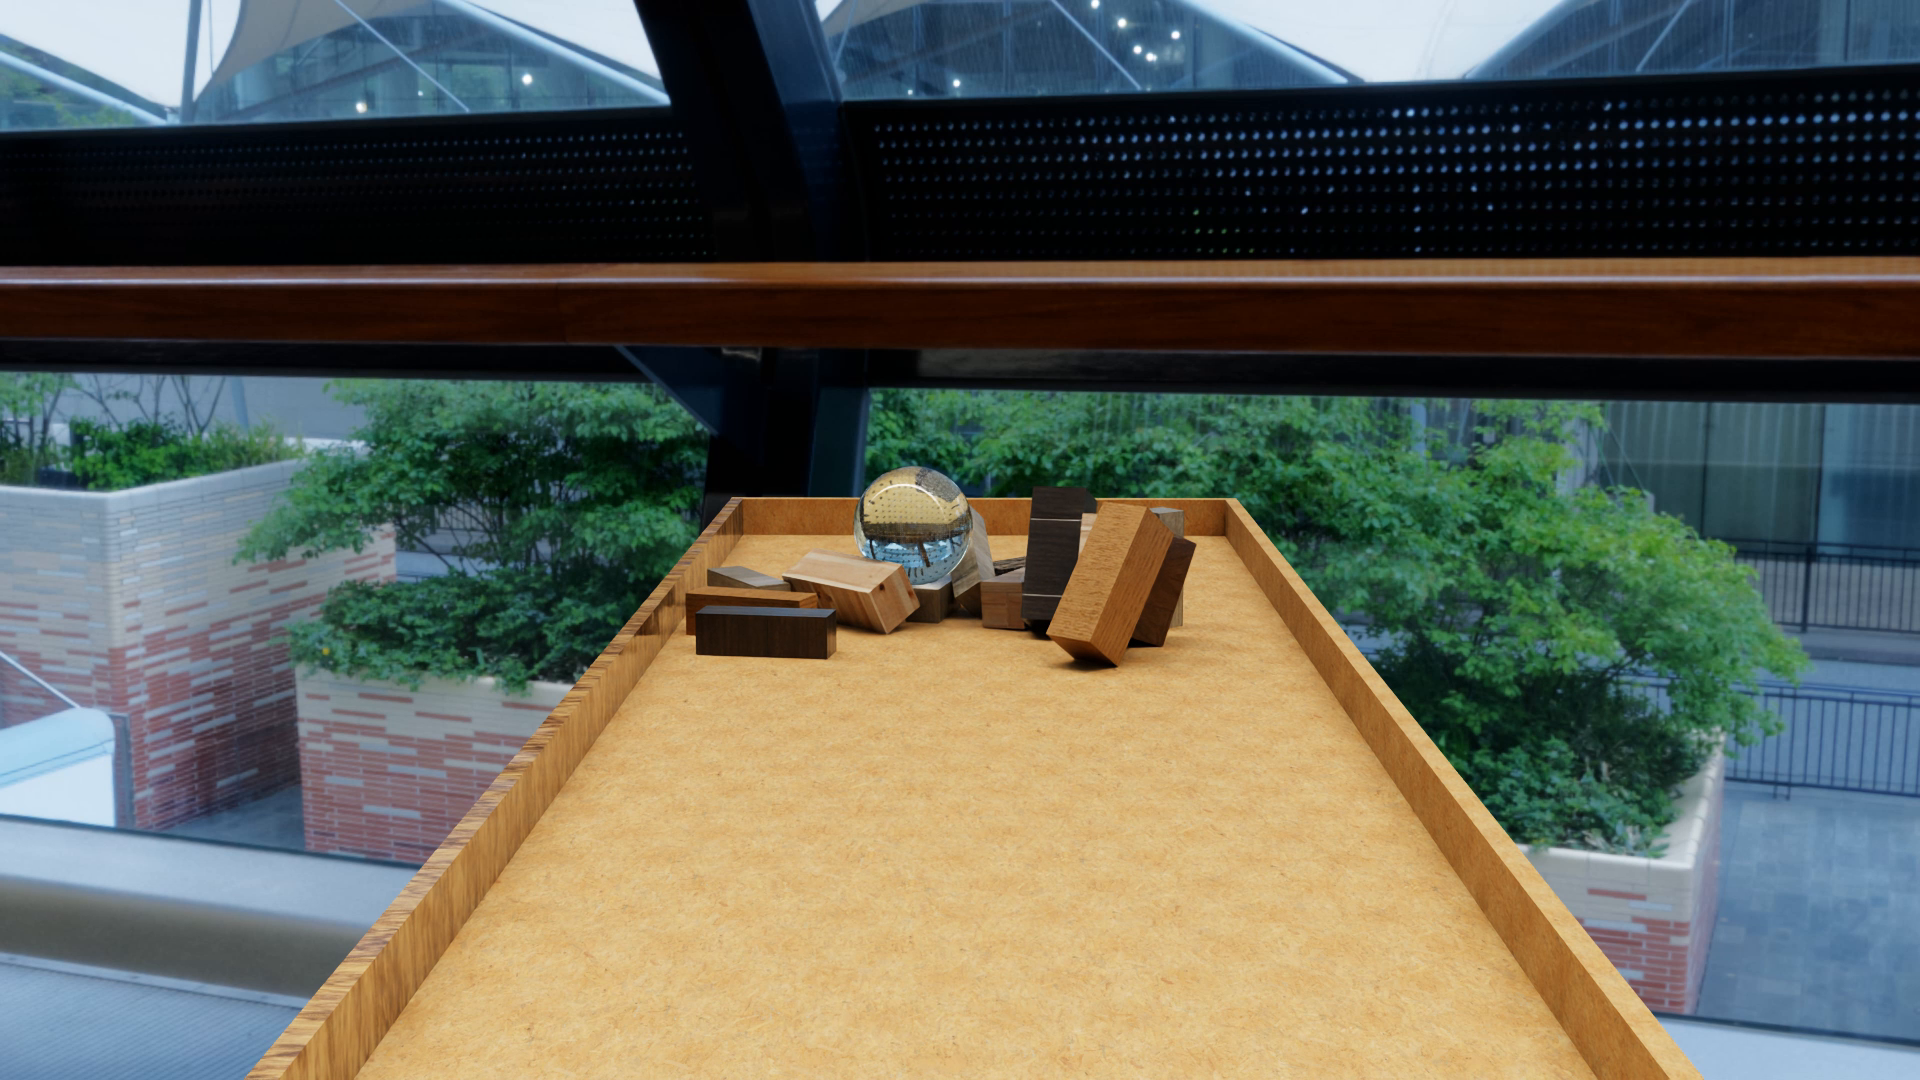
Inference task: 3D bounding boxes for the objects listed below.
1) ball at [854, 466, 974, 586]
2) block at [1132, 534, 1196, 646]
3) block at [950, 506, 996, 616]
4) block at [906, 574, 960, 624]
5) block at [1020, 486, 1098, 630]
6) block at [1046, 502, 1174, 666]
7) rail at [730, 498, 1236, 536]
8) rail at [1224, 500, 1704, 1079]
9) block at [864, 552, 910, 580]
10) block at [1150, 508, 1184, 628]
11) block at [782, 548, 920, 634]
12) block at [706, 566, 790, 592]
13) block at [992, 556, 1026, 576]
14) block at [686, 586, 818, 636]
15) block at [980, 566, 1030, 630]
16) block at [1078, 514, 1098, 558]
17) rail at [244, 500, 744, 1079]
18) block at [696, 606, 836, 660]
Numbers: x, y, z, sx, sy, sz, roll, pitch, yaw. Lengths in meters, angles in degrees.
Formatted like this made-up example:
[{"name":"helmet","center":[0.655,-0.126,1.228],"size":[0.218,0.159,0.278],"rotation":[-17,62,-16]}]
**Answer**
[{"name":"ball","center":[-0.156,-0.048,7.307],"size":[0.399,0.399,0.399],"rotation":[0,9,0]},{"name":"block","center":[0.584,0.135,6.943],"size":[0.180,0.341,0.180],"rotation":[17,5,-15]},{"name":"block","center":[0.033,0.059,7.512],"size":[0.110,0.110,0.450],"rotation":[-34,35,17]},{"name":"block","center":[-0.089,0.195,7.417],"size":[0.114,0.114,0.302],"rotation":[2,9,14]},{"name":"block","center":[0.322,0.061,7.111],"size":[0.176,0.438,0.176],"rotation":[2,-13,16]},{"name":"block","center":[0.457,0.132,6.668],"size":[0.170,0.460,0.170],"rotation":[8,-24,42]},{"name":"rail","center":[0.099,-0.098,9.147],"size":[2.100,0.150,0.050],"rotation":[0,9,1]},{"name":"rail","center":[1.046,0.843,3.208],"size":[0.050,0.150,12.000],"rotation":[0,9,1]},{"name":"block","center":[-0.273,0.144,7.640],"size":[0.144,0.144,0.415],"rotation":[1,9,7]},{"name":"block","center":[0.656,0.092,7.207],"size":[0.108,0.383,0.108],"rotation":[-7,11,-36]},{"name":"block","center":[-0.363,0.166,7.254],"size":[0.454,0.164,0.164],"rotation":[10,41,47]},{"name":"block","center":[-0.719,0.183,7.456],"size":[0.125,0.125,0.399],"rotation":[-5,10,-30]},{"name":"block","center":[0.215,0.145,7.642],"size":[0.328,0.142,0.142],"rotation":[-8,12,-43]},{"name":"block","center":[-0.670,0.239,7.066],"size":[0.400,0.137,0.137],"rotation":[3,10,20]},{"name":"block","center":[0.217,0.189,7.298],"size":[0.152,0.152,0.340],"rotation":[1,8,28]},{"name":"block","center":[0.424,0.131,6.895],"size":[0.106,0.439,0.106],"rotation":[2,-31,10]},{"name":"rail","center":[-1.004,0.839,3.234],"size":[0.050,0.150,12.000],"rotation":[0,9,1]},{"name":"block","center":[-0.599,0.284,6.795],"size":[0.414,0.131,0.131],"rotation":[1,9,9]}]
